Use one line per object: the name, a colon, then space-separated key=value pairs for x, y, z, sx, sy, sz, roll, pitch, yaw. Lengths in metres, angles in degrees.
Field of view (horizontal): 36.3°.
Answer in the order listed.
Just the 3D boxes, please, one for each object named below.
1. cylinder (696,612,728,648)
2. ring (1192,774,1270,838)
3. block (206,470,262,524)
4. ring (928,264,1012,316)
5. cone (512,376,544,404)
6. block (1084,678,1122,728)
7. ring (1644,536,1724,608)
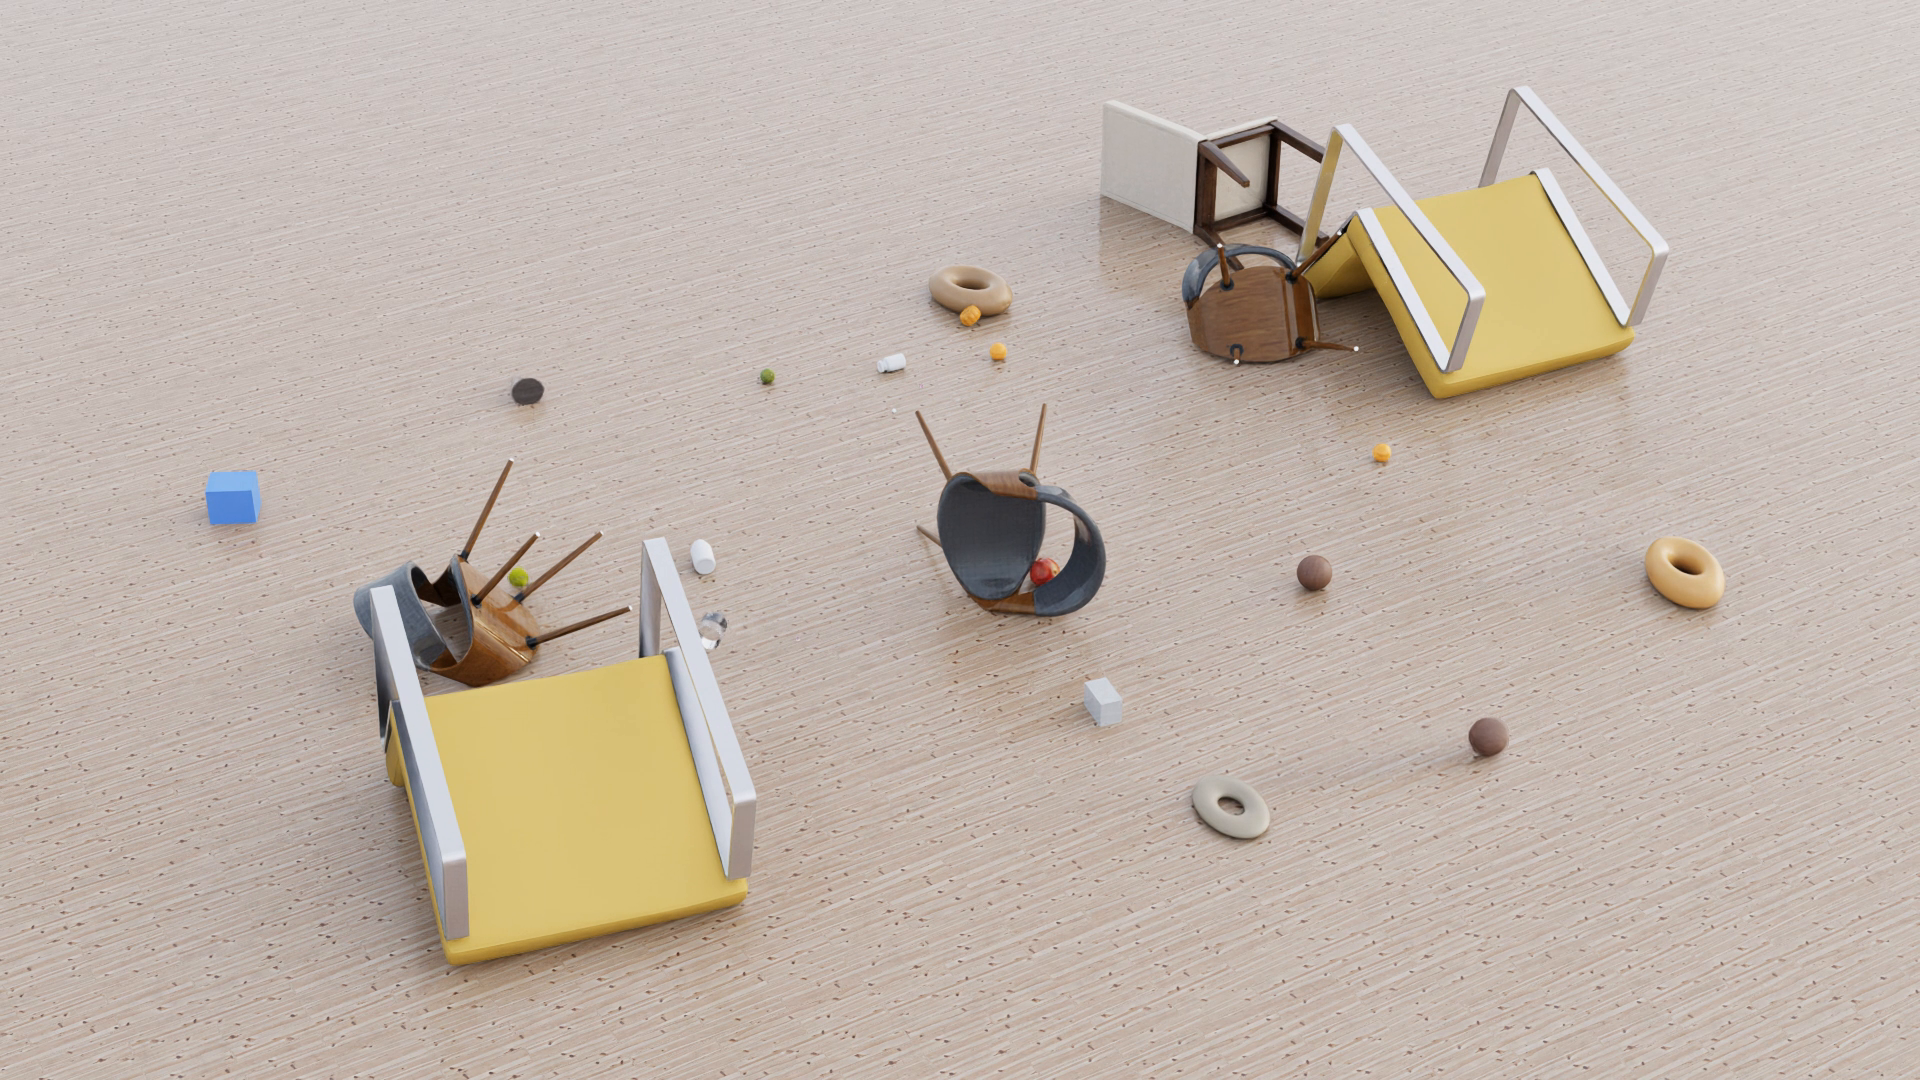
cylinder: x=-0.880 y=0.320 z=10.373 sx=0.092 sy=0.094 sz=0.092 roll=17 pitch=35 yaw=2
ring: x=0.885 y=0.869 z=9.581 sx=0.225 sy=0.049 sz=0.333 roll=-15 pitch=37 yaw=-20
block: x=-2.740 y=-0.160 z=11.055 sx=0.172 sy=0.145 sz=0.138 roll=-2 pitch=33 yaw=-3
ring: x=0.044 y=-1.062 z=12.457 sx=0.409 sy=0.111 sz=0.282 roll=25 pitch=42 yaw=34
cone: x=-1.774 y=-0.634 z=11.856 sx=0.131 sy=0.112 sz=0.242 roll=-9 pitch=21 yaw=-19
block: x=0.489 y=0.554 z=10.018 sx=0.080 sy=0.094 sz=0.140 roll=-12 pitch=35 yaw=-18
ring: x=2.634 y=0.116 z=10.660 sx=0.254 sy=0.121 sz=0.381 roll=-10 pitch=36 yaw=-12
